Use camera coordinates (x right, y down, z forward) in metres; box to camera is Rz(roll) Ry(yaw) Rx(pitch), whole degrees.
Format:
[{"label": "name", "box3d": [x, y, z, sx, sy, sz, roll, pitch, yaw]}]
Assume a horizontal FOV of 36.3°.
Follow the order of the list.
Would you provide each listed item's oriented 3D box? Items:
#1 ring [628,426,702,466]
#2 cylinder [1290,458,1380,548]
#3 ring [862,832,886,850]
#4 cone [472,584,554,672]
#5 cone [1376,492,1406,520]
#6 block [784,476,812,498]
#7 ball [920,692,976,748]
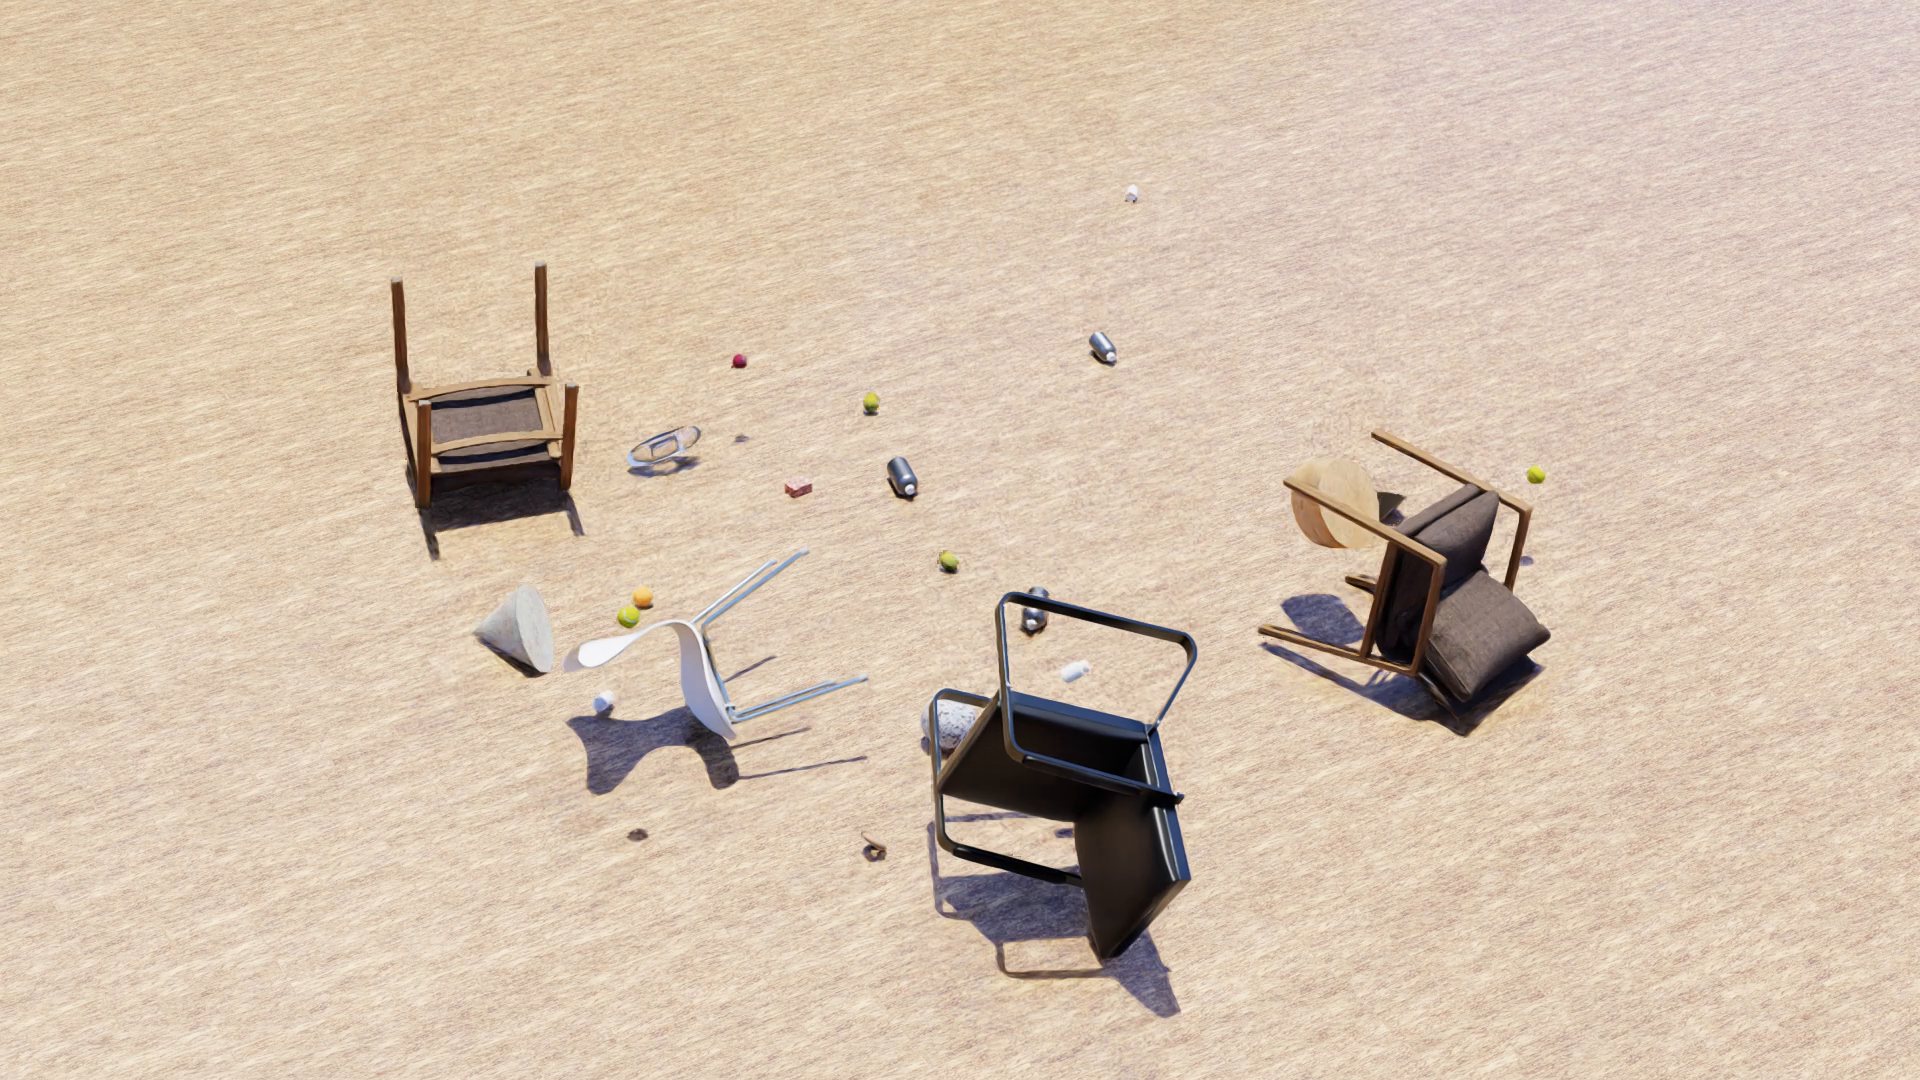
[{"label": "ring", "box3d": [-1.143, -0.363, 11.335, 0.308, 0.074, 0.139, -23, 19, -7]}, {"label": "cylinder", "box3d": [1.315, -0.128, 10.284, 0.224, 0.322, 0.223, -20, 7, -18]}, {"label": "ring", "box3d": [-0.274, 0.966, 9.398, 0.086, 0.116, 0.024, 32, 86, 10]}, {"label": "cone", "box3d": [-1.608, 0.318, 10.310, 0.335, 0.323, 0.142, -5, 13, 39]}, {"label": "cone", "box3d": [1.572, -0.113, 11.049, 0.200, 0.100, 0.234, 11, -10, -32]}, {"label": "block", "box3d": [-0.618, -0.201, 11.213, 0.085, 0.040, 0.064, -24, 40, -32]}, {"label": "ball", "box3d": [-0.038, 0.605, 9.855, 0.188, 0.188, 0.188, 0, 33, 0]}]
